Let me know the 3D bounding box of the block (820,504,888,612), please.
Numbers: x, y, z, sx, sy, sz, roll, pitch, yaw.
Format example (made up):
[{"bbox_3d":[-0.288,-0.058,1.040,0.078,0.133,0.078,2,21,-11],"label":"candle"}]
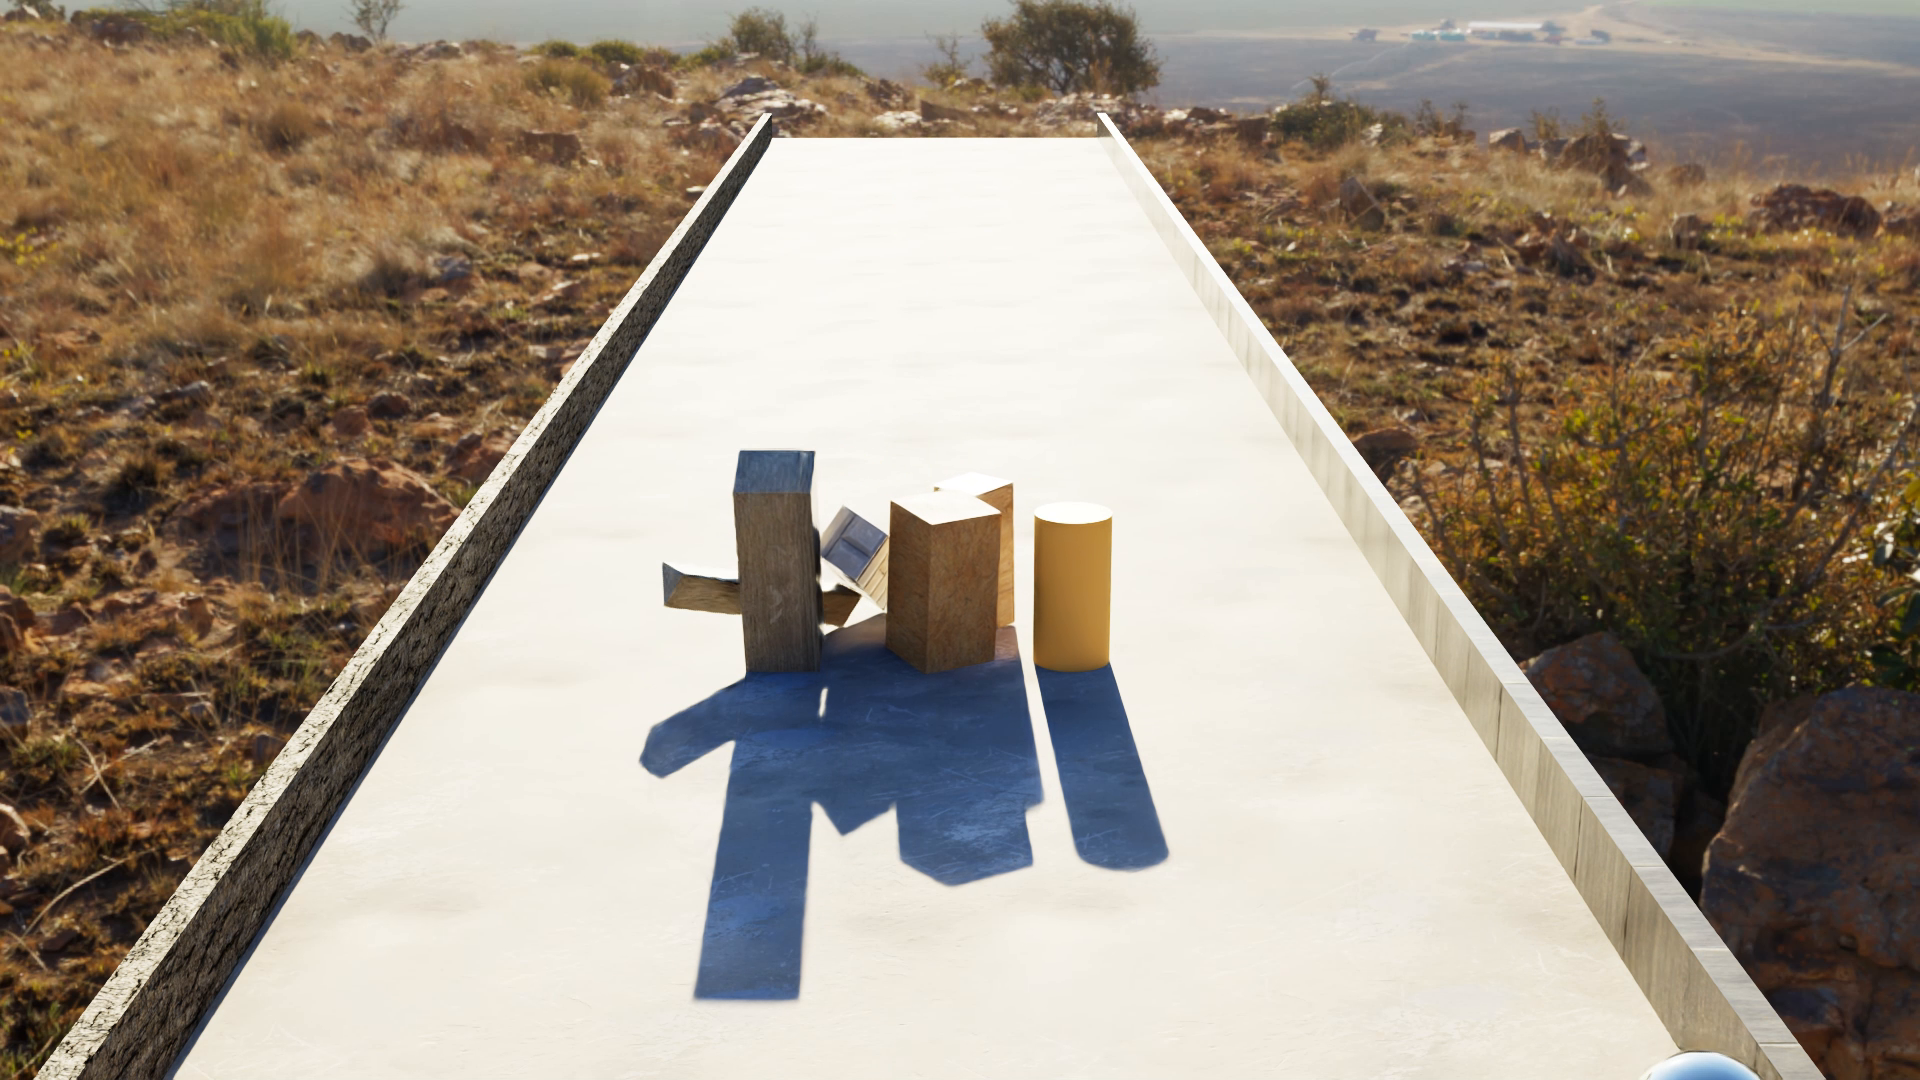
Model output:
[{"bbox_3d":[-0.198,0.041,4.548,0.111,0.111,0.368,34,-6,12],"label":"block"}]

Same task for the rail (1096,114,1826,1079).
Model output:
[{"bbox_3d":[0.932,-0.844,7.801,0.050,0.150,12.000,0,17,-1],"label":"rail"}]

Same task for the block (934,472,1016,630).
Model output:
[{"bbox_3d":[0.032,0.030,4.578,0.116,0.308,0.116,14,23,39],"label":"block"}]

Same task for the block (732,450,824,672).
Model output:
[{"bbox_3d":[-0.351,0.044,4.288,0.147,0.427,0.147,0,35,0],"label":"block"}]

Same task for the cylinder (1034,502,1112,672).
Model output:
[{"bbox_3d":[0.223,0.093,4.376,0.154,0.307,0.154,0,17,0],"label":"cylinder"}]

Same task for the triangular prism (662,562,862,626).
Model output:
[{"bbox_3d":[-0.397,0.103,4.476,0.425,0.092,0.079,8,-21,-36],"label":"triangular prism"}]

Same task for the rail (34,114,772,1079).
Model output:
[{"bbox_3d":[-1.118,-0.838,7.780,0.050,0.150,12.000,0,17,-1],"label":"rail"}]

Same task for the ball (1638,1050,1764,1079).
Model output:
[{"bbox_3d":[0.874,0.692,2.581,0.182,0.182,0.182,0,17,0],"label":"ball"}]

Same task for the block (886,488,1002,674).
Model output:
[{"bbox_3d":[-0.034,0.081,4.381,0.161,0.316,0.161,-10,24,-30],"label":"block"}]
